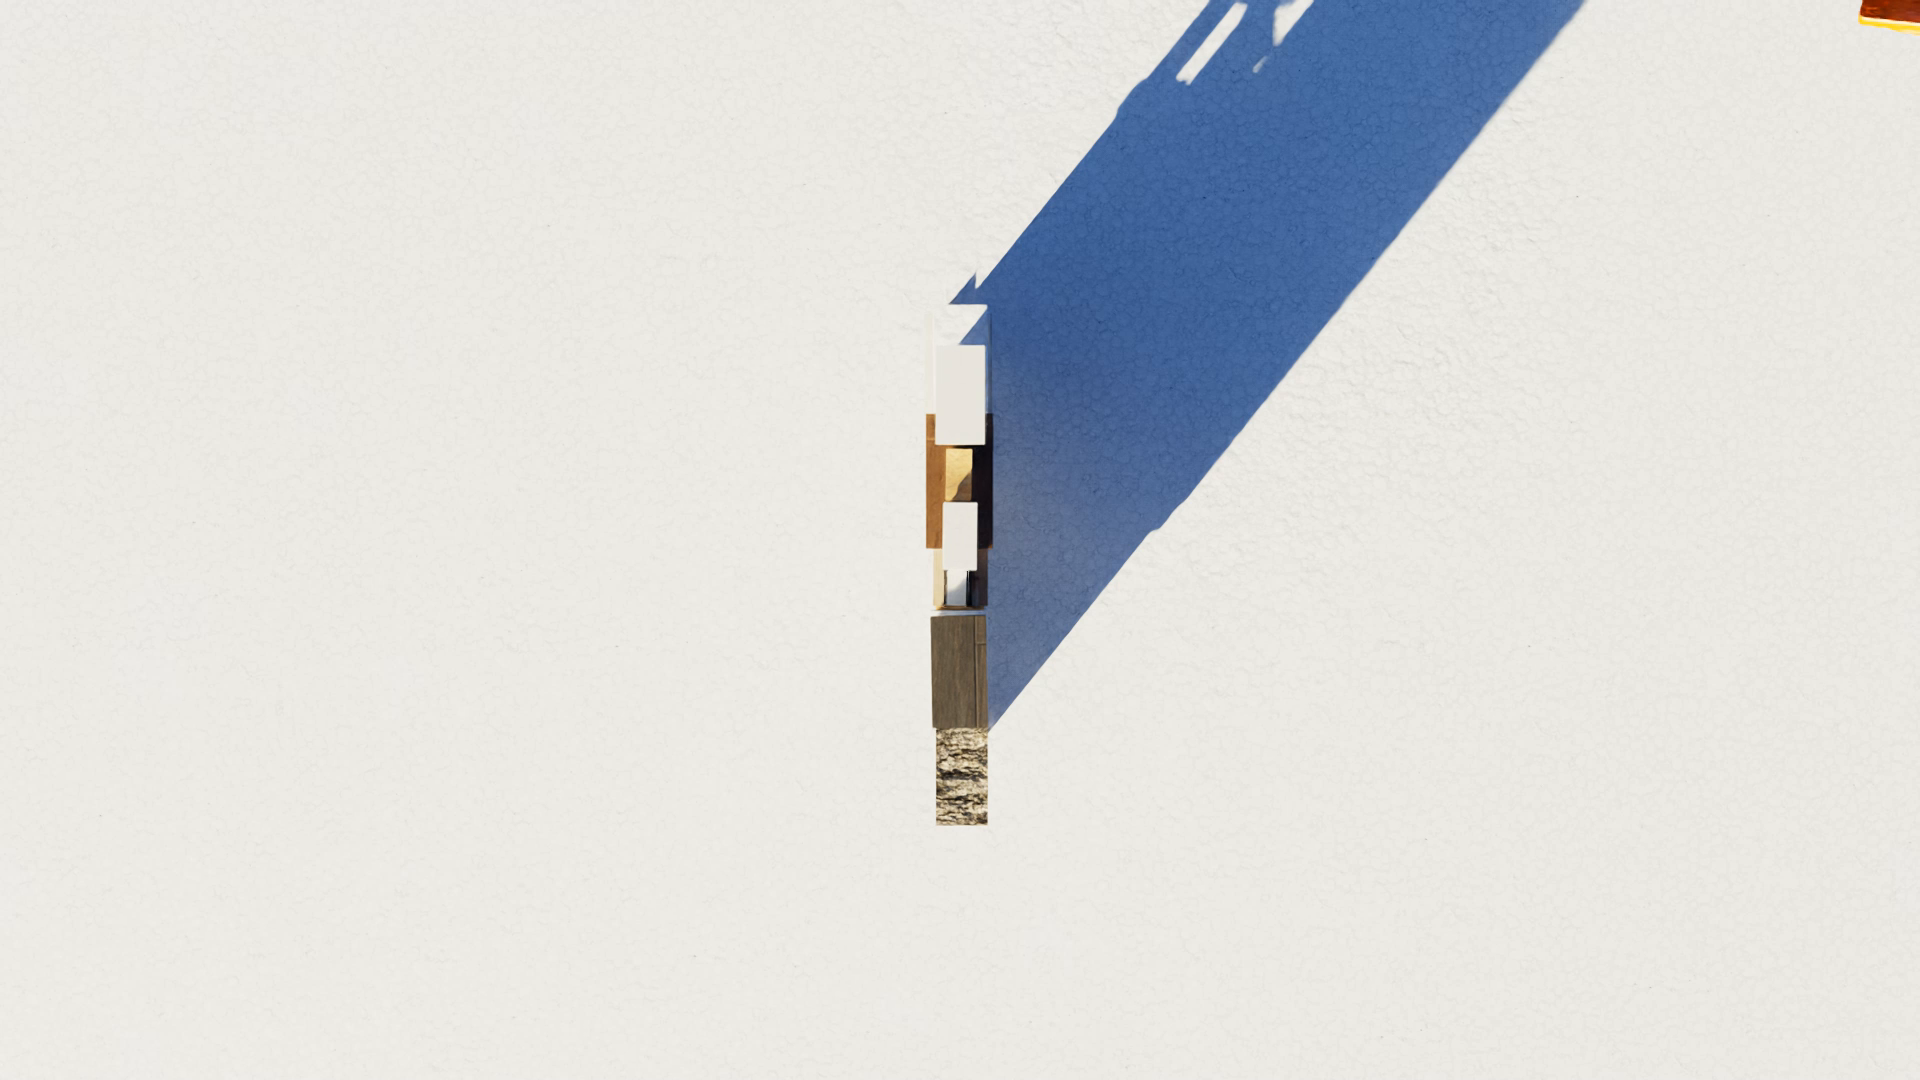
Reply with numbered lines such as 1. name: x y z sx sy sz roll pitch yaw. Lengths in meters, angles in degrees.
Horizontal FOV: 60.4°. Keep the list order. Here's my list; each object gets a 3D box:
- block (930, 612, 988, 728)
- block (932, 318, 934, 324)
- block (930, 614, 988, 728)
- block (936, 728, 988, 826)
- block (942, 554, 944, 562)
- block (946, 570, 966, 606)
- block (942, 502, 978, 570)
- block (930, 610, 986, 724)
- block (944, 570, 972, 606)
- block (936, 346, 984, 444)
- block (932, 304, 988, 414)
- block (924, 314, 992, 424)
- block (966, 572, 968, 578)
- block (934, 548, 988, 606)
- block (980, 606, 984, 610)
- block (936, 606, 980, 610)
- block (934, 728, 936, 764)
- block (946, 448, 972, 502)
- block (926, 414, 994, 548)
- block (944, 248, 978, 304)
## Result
1. block: -0.003 0.376 4.787 0.167 0.047 0.335 0 90 0
2. block: 0.000 -0.536 4.248 0.134 0.268 0.038 -1 90 0
3. block: -0.002 0.309 3.878 0.131 0.037 0.262 -1 90 0
4. block: 0.005 0.604 4.285 0.135 0.038 0.270 0 90 0
5. block: 0.000 0.043 4.070 0.078 0.439 0.022 -1 90 0
6. block: -0.008 0.120 4.186 0.048 0.014 0.095 2 90 2
7. block: 0.000 -0.009 3.839 0.078 0.022 0.157 1 90 0
8. block: -0.004 0.320 4.178 0.143 0.040 0.285 0 90 0
9. block: -0.006 0.100 4.299 0.072 0.021 0.145 0 90 0
10. block: 0.001 -0.331 3.767 0.112 0.032 0.224 0 90 0
11. block: 0.001 -0.447 4.095 0.134 0.038 0.268 0 90 0
12. block: -0.004 -0.421 4.407 0.180 0.051 0.359 -1 90 0
13. block: -0.007 0.089 4.241 0.048 0.095 0.014 1 88 2
14. block: 0.002 0.030 4.476 0.148 0.042 0.295 0 90 0
15. block: 0.001 0.233 5.182 0.148 0.042 0.297 0 90 0
16. block: -0.004 0.305 4.501 0.122 0.035 0.245 0 90 0
17. block: -0.002 0.542 5.168 0.155 0.044 0.310 0 90 0
18. block: -0.003 -0.153 3.877 0.061 0.017 0.122 1 90 0
19. block: -0.001 -0.143 4.030 0.164 0.047 0.329 0 90 0
20. block: 0.002 -0.663 4.214 0.078 0.022 0.157 2 90 0
